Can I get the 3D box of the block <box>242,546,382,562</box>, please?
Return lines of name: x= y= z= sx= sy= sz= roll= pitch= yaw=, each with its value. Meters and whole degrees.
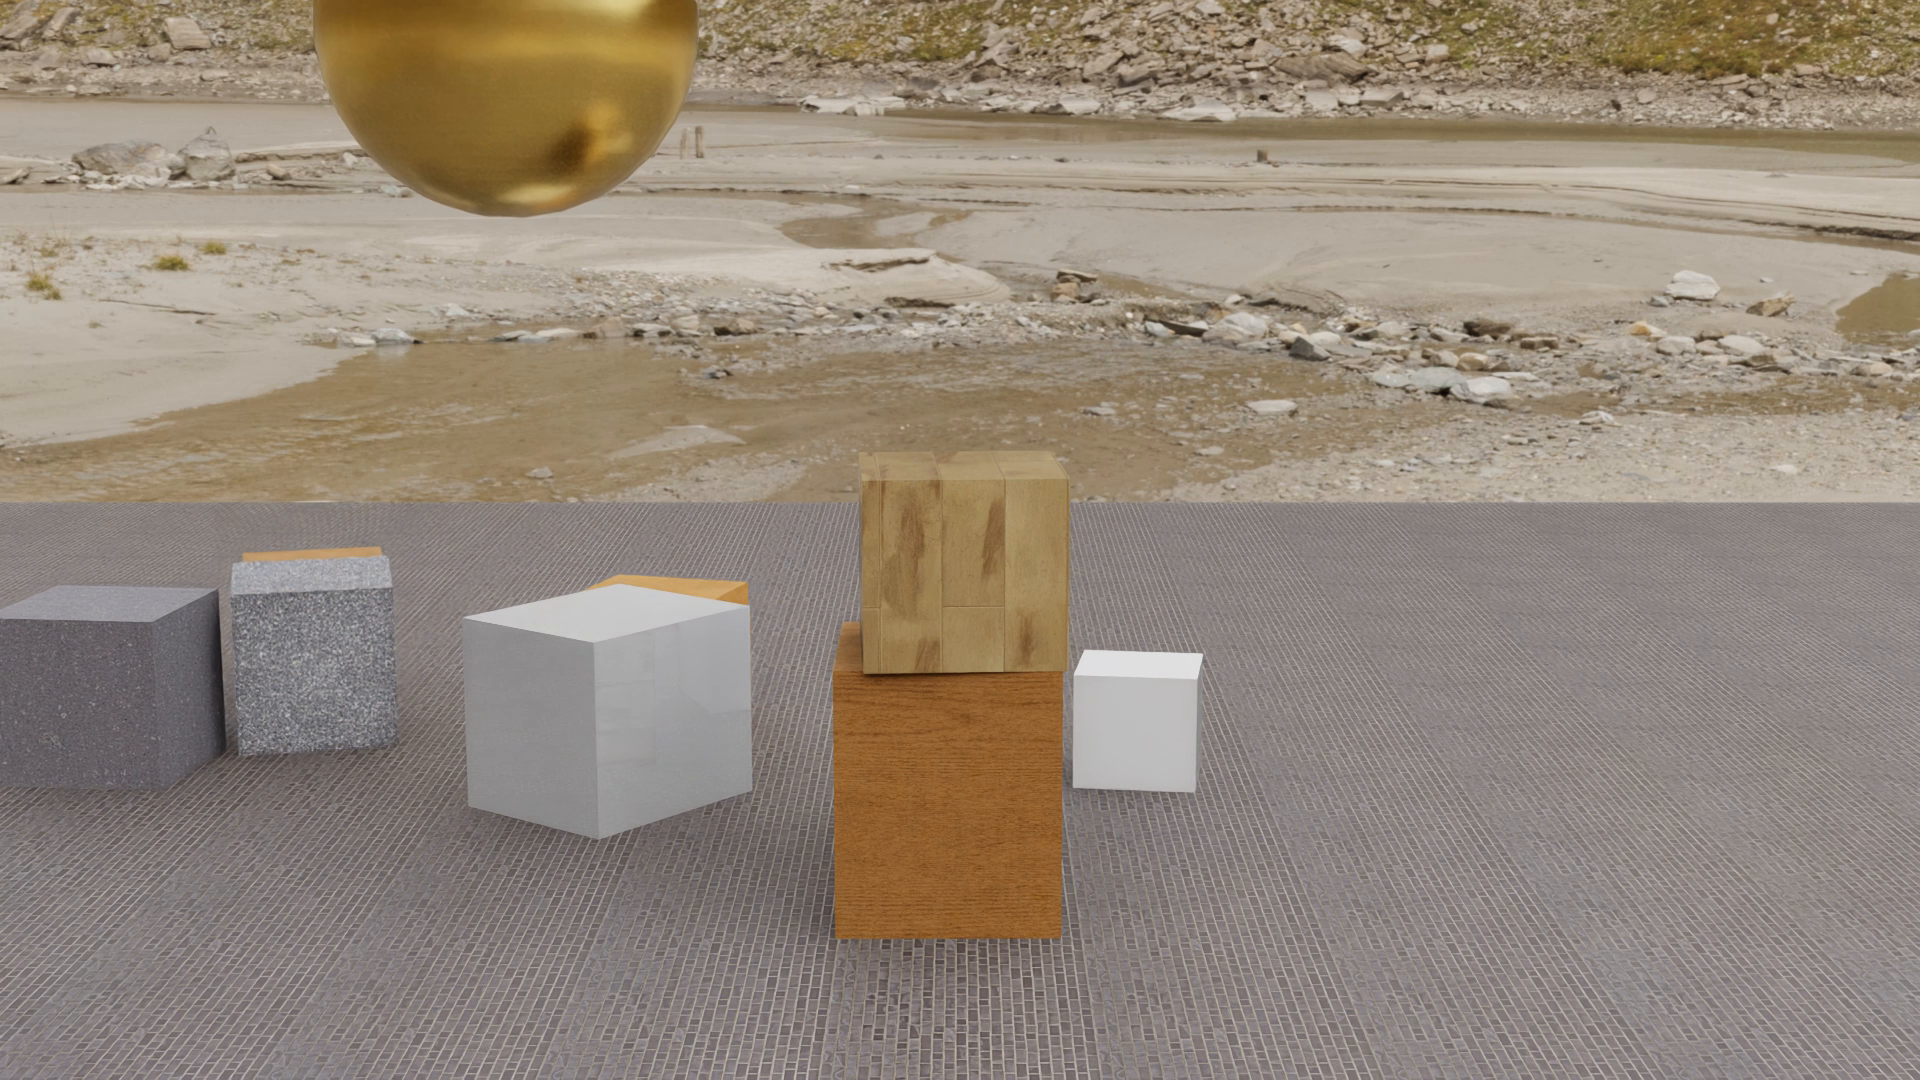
block: x=-3.672 y=0.503 z=14.639 sx=0.776 sy=0.773 sz=0.773 roll=-3 pitch=11 yaw=-15

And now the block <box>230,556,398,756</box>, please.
block: x=-3.444 y=0.606 z=13.700 sx=0.816 sy=0.868 sz=0.706 roll=-3 pitch=14 yaw=-14

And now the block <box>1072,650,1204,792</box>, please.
block: x=0.903 y=0.908 z=12.958 sx=0.609 sy=0.577 sz=0.566 roll=1 pitch=10 yaw=8

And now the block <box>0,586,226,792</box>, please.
block: x=-4.350 y=0.741 z=13.097 sx=0.874 sy=0.856 sz=0.837 roll=1 pitch=10 yaw=6

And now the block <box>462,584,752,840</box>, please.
block: x=-1.709 y=0.807 z=12.512 sx=0.900 sy=0.936 sz=1.054 roll=8 pitch=13 yaw=37

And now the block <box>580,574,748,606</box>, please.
block: x=-1.677 y=0.616 z=14.259 sx=0.790 sy=0.686 sz=0.723 roll=3 pitch=11 yaw=17

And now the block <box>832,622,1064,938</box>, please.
block: x=-0.049 y=1.000 z=10.911 sx=0.929 sy=1.129 sz=0.942 roll=0 pitch=10 yaw=0

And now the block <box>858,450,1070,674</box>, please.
block: x=0.003 y=0.077 z=10.639 sx=0.828 sy=0.784 sz=0.780 roll=-1 pitch=10 yaw=-3

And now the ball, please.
ball: x=-1.900 y=-2.160 z=10.788 sx=1.600 sy=1.600 sz=1.600 roll=0 pitch=10 yaw=0
